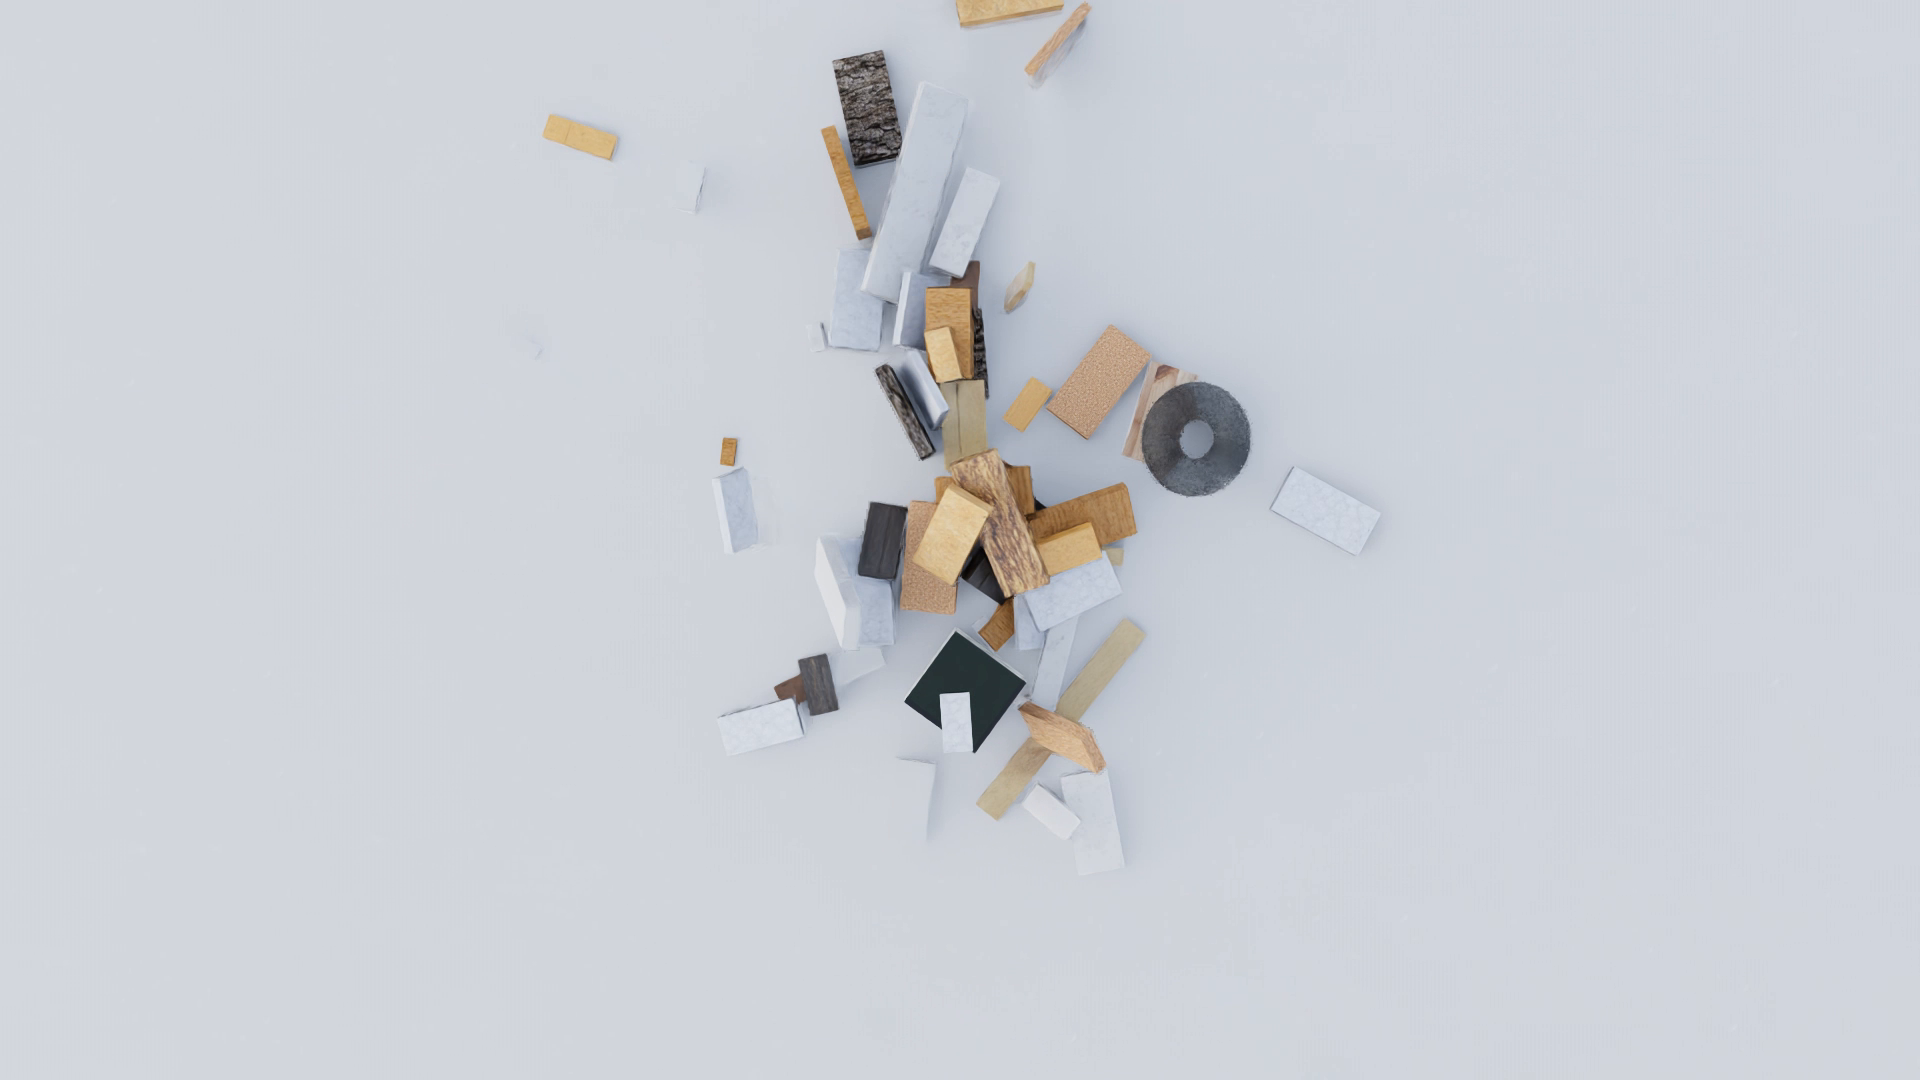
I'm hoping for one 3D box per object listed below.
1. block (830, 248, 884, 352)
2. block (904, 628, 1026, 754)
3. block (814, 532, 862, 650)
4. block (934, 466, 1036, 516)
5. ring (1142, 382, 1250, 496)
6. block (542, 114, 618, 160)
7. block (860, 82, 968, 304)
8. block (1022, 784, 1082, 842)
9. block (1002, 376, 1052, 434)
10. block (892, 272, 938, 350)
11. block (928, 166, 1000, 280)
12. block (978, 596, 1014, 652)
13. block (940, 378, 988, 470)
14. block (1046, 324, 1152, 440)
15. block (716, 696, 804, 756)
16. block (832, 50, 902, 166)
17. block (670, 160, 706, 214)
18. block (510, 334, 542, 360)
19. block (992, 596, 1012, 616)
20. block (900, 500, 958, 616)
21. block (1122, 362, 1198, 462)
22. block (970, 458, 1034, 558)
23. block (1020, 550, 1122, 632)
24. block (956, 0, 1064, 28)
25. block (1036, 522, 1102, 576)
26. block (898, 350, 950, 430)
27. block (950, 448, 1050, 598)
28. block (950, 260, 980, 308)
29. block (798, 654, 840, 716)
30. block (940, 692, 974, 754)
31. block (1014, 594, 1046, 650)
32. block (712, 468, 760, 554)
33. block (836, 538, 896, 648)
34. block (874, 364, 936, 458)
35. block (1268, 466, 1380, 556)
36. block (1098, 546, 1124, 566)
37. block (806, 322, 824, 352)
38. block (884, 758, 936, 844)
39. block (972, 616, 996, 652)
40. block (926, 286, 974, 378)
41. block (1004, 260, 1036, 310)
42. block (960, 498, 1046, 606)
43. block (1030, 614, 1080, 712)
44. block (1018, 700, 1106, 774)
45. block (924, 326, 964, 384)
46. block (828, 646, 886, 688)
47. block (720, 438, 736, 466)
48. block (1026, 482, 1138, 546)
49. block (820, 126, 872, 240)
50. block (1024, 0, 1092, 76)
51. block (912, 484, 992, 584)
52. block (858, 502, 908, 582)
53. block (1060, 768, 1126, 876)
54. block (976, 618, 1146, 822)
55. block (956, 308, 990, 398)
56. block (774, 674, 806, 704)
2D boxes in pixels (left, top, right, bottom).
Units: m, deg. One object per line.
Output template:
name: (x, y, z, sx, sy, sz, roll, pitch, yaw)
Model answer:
block: (-0.336, -0.794, 5.468, 0.161, 0.046, 0.322, 5, 90, -7)
block: (0.016, 0.482, 5.361, 0.279, 0.279, 0.279, 36, 90, 0)
block: (-0.395, 0.161, 5.308, 0.051, 0.360, 0.180, -7, 133, -18)
block: (0.080, -0.142, 5.352, 0.311, 0.044, 0.155, -7, 84, 6)
ring: (0.775, -0.330, 5.405, 0.378, 0.126, 0.378, -2, 97, -15)
block: (-1.264, -1.341, 5.489, 0.235, 0.023, 0.080, 19, 90, 0)
block: (-0.150, -1.139, 5.439, 0.161, 0.046, 0.714, 17, 89, -24)
block: (0.305, 0.901, 5.458, 0.185, 0.026, 0.093, 39, 103, 12)
block: (0.225, -0.450, 5.488, 0.086, 0.024, 0.171, 36, 90, 0)
block: (-0.146, -0.755, 5.441, 0.119, 0.034, 0.238, 6, 94, -41)
block: (0.016, -1.050, 5.460, 0.119, 0.034, 0.358, 21, 82, -1)
block: (0.150, 0.277, 5.464, 0.173, 0.024, 0.086, -45, 108, -8)
block: (0.014, -0.382, 5.446, 0.146, 0.041, 0.292, -3, 103, 0)
block: (0.460, -0.524, 5.475, 0.175, 0.049, 0.349, 38, 90, 0)
block: (-0.660, 0.618, 5.466, 0.265, 0.037, 0.132, -15, 92, 5)
block: (-0.303, -1.433, 5.475, 0.173, 0.049, 0.346, -12, 90, 0)
block: (-0.903, -1.176, 5.489, 0.080, 0.023, 0.160, 15, 90, 0)
block: (-1.444, -0.645, 5.493, 0.092, 0.013, 0.046, 30, 90, 0)
block: (0.152, 0.232, 5.492, 0.058, 0.016, 0.115, 29, 90, 0)
block: (-0.090, 0.058, 5.440, 0.180, 0.051, 0.360, 6, 98, 6)
block: (0.664, -0.413, 5.477, 0.163, 0.046, 0.326, 17, 90, 0)
block: (0.085, -0.109, 5.452, 0.163, 0.046, 0.326, 34, 99, 0)
block: (0.366, 0.167, 5.438, 0.309, 0.044, 0.154, -25, 98, -10)
block: (0.157, -1.824, 5.475, 0.347, 0.049, 0.173, -10, 90, 0)
block: (0.329, 0.040, 5.383, 0.245, 0.035, 0.122, -20, 118, 1)
block: (-0.119, -0.495, 5.411, 0.034, 0.119, 0.238, -21, 74, -26)
block: (0.130, -0.054, 5.292, 0.155, 0.044, 0.477, -19, 107, 16)
block: (0.015, -0.835, 5.460, 0.093, 0.026, 0.186, 3, 75, 1)
block: (-0.468, 0.479, 5.460, 0.096, 0.027, 0.192, -13, 90, 2)
block: (-0.011, 0.576, 5.208, 0.093, 0.026, 0.185, -4, 90, 0)
block: (0.230, 0.265, 5.459, 0.096, 0.027, 0.192, -5, 97, -21)
block: (-0.702, -0.093, 5.181, 0.035, 0.122, 0.245, 7, 113, 38)
block: (-0.317, 0.173, 5.460, 0.180, 0.051, 0.360, -4, 85, 0)
block: (-0.177, -0.422, 5.418, 0.046, 0.161, 0.322, -28, 90, 4)
block: (1.211, -0.095, 5.477, 0.326, 0.046, 0.163, 29, 90, 0)
block: (0.486, 0.053, 5.492, 0.115, 0.016, 0.058, 5, 90, 0)
block: (-0.481, -0.674, 5.493, 0.046, 0.013, 0.092, -11, 90, 0)
block: (-0.165, 0.866, 5.481, 0.132, 0.037, 0.265, 8, 90, 0)
block: (0.095, 0.313, 5.492, 0.058, 0.016, 0.115, -38, 90, 0)
block: (-0.033, -0.674, 5.367, 0.146, 0.041, 0.292, 2, 105, 13)
block: (0.194, -0.832, 5.406, 0.024, 0.171, 0.086, 18, 60, -18)
block: (0.171, 0.027, 5.429, 0.175, 0.049, 0.349, 35, 90, -35)
block: (0.319, 0.366, 5.465, 0.086, 0.024, 0.452, 15, 86, -10)
block: (0.328, 0.633, 5.307, 0.044, 0.309, 0.154, -41, 125, -22)
block: (-0.053, -0.602, 5.356, 0.085, 0.024, 0.171, -12, 102, 16)
block: (-0.350, 0.409, 5.486, 0.192, 0.027, 0.096, -24, 90, 0)
block: (-0.771, -0.293, 5.493, 0.046, 0.013, 0.092, 7, 90, 0)
block: (0.397, -0.050, 5.417, 0.349, 0.049, 0.175, -19, 119, -7)
block: (-0.372, -1.170, 5.413, 0.049, 0.173, 0.346, -19, 90, 0)
block: (0.322, -1.649, 5.428, 0.037, 0.132, 0.265, 42, 88, -9)
block: (-0.025, -0.018, 5.306, 0.155, 0.044, 0.311, 31, 124, 7)
block: (-0.255, 0.004, 5.428, 0.122, 0.035, 0.245, 9, 79, 3)
block: (0.441, 0.935, 5.478, 0.154, 0.044, 0.330, -10, 90, 0)
block: (0.336, 0.596, 5.487, 0.093, 0.026, 0.794, 39, 90, 0)
block: (0.012, -0.611, 5.434, 0.146, 0.041, 0.292, -5, 104, 1)
block: (-0.523, 0.490, 5.488, 0.173, 0.024, 0.086, -25, 90, 0)
